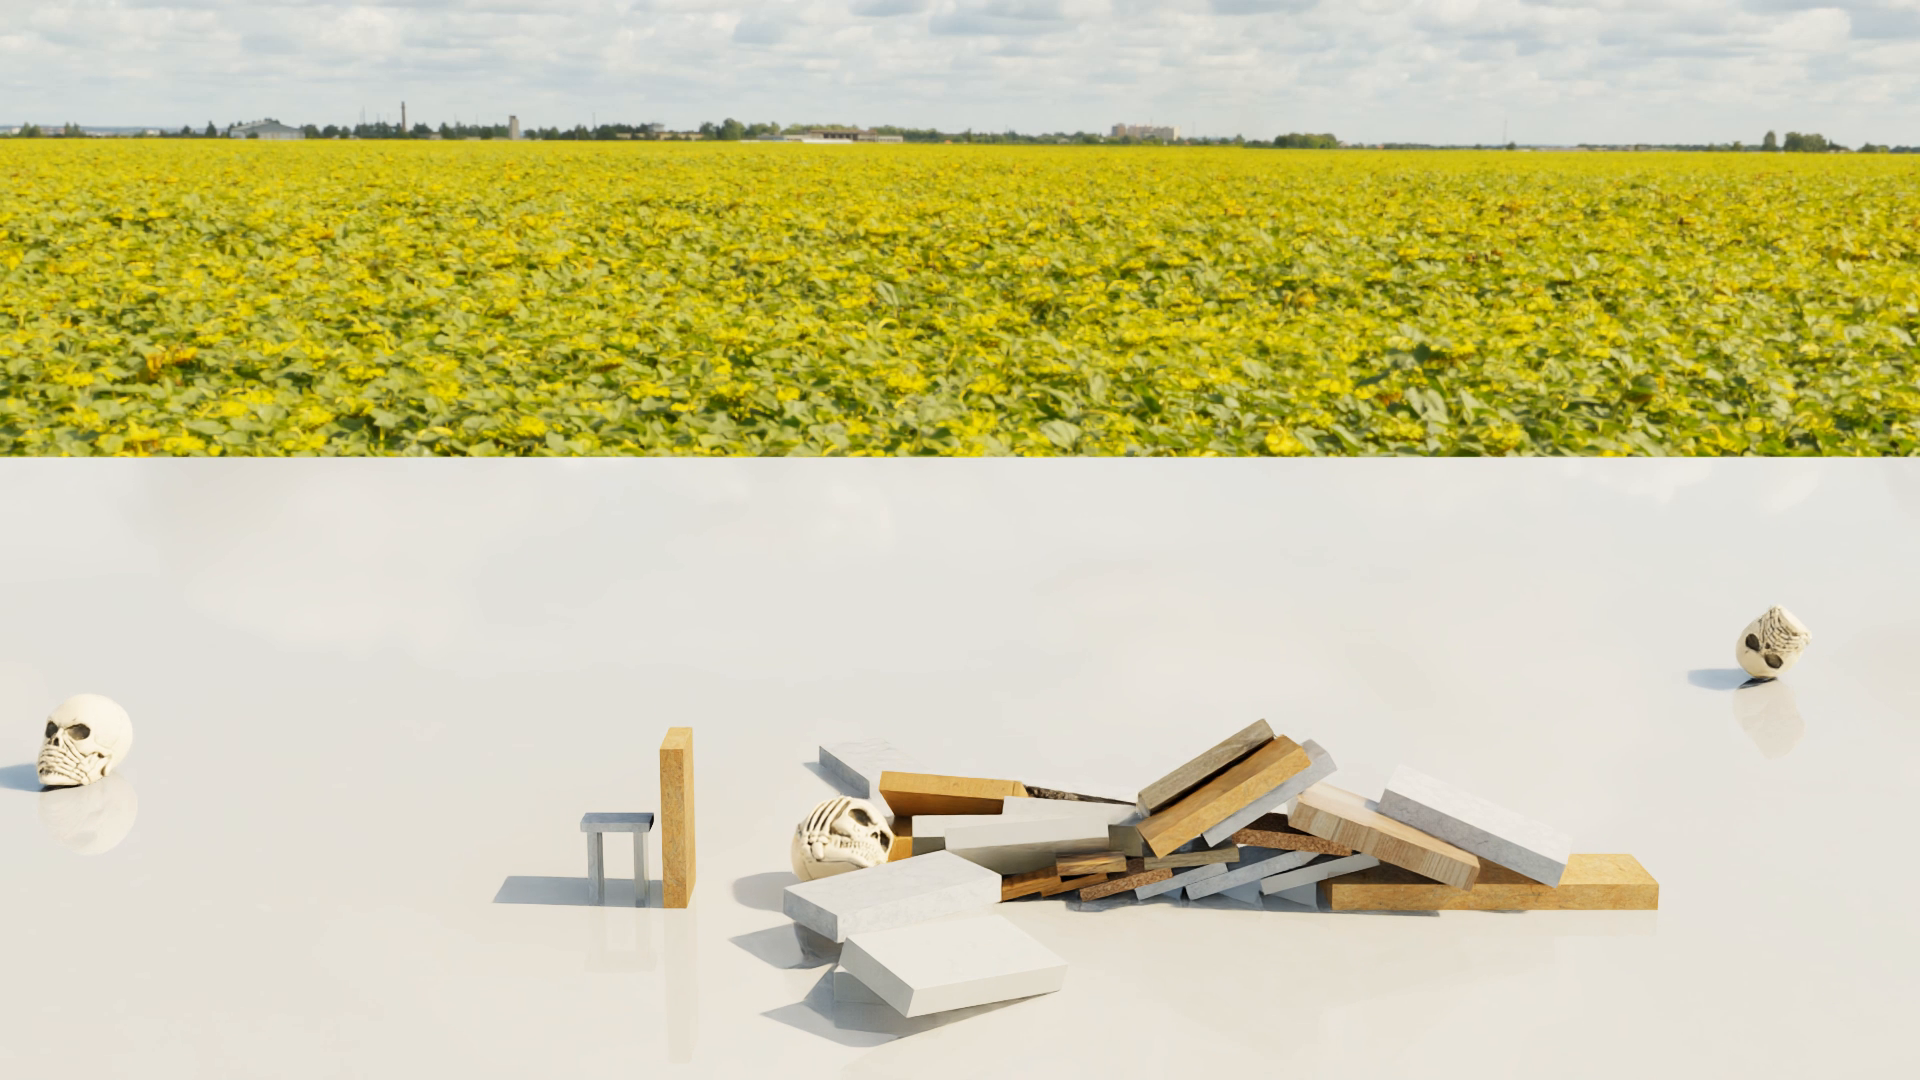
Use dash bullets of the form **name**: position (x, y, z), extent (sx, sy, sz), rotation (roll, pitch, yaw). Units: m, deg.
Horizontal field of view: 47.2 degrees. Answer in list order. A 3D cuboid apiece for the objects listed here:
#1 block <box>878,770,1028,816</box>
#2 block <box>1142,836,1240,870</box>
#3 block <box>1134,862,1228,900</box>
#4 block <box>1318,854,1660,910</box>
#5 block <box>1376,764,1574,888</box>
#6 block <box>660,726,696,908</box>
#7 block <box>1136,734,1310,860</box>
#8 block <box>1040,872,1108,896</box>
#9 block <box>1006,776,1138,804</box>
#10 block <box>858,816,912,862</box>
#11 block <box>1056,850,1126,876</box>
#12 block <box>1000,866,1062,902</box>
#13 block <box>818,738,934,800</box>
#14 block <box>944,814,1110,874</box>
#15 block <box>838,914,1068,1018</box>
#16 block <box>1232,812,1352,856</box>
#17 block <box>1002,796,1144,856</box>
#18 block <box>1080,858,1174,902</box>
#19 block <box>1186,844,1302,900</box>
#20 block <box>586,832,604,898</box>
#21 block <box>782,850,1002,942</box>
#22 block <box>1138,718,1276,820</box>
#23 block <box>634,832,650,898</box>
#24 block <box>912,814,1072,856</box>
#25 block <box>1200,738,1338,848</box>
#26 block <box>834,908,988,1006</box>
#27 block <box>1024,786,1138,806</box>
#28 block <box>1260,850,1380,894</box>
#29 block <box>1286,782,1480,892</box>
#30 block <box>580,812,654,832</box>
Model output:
- **block**: position (-0.006, 0.457, 3.884), extent (0.252, 0.036, 0.126), rotation (3, -27, 15)
- **block**: position (0.380, 0.516, 3.638), extent (0.155, 0.022, 0.077), rotation (-6, 10, 3)
- **block**: position (0.365, 0.554, 3.666), extent (0.155, 0.022, 0.077), rotation (-19, 10, 4)
- **block**: position (0.873, 0.569, 3.664), extent (0.532, 0.044, 0.155), rotation (0, 11, 0)
- **block**: position (0.860, 0.474, 3.666), extent (0.311, 0.044, 0.155), rotation (23, 17, 15)
- **block**: position (-0.466, 0.458, 3.640), extent (0.038, 0.270, 0.135), rotation (0, 11, 0)
- **block**: position (0.431, 0.420, 3.617), extent (0.292, 0.035, 0.122), rotation (-31, 7, -2)
- **block**: position (0.190, 0.563, 3.662), extent (0.113, 0.016, 0.057), rotation (-15, 10, 7)
- **block**: position (0.194, 0.484, 4.117), extent (0.252, 0.036, 0.126), rotation (4, 7, 19)
- **block**: position (-0.032, 0.522, 3.928), extent (0.270, 0.038, 0.135), rotation (-4, 11, -19)
- **block**: position (0.217, 0.536, 3.645), extent (0.113, 0.016, 0.057), rotation (-4, 10, 2)
- **block**: position (0.111, 0.571, 3.649), extent (0.113, 0.016, 0.057), rotation (-15, 10, 0)
- **block**: position (-0.166, 0.448, 4.327), extent (0.135, 0.038, 0.270), rotation (-5, 12, -24)
- **block**: position (0.116, 0.515, 3.686), extent (0.269, 0.038, 0.135), rotation (-5, -29, 3)
- **block**: position (-0.007, 0.616, 3.196), extent (0.311, 0.044, 0.155), rotation (2, 20, -44)
- **block**: position (0.550, 0.485, 3.654), extent (0.194, 0.028, 0.097), rotation (6, 13, 5)
- **block**: position (0.212, 0.498, 3.813), extent (0.269, 0.038, 0.135), rotation (4, -30, 6)
- **block**: position (0.274, 0.559, 3.660), extent (0.155, 0.022, 0.077), rotation (-16, 10, 3)
- **block**: position (0.468, 0.544, 3.671), extent (0.194, 0.028, 0.097), rotation (-19, 10, 5)
- **block**: position (-0.607, 0.533, 3.663), extent (0.016, 0.114, 0.057), rotation (0, 11, 0)
- **block**: position (-0.106, 0.560, 3.471), extent (0.310, 0.044, 0.155), rotation (-8, 13, -36)
- **block**: position (0.413, 0.390, 3.698), extent (0.245, 0.035, 0.122), rotation (-30, -19, -7)
- **block**: position (-0.531, 0.533, 3.663), extent (0.016, 0.114, 0.057), rotation (0, 11, 0)
- **block**: position (0.053, 0.514, 3.762), extent (0.269, 0.038, 0.135), rotation (0, -29, -2)
- **block**: position (0.499, 0.417, 3.641), extent (0.245, 0.035, 0.122), rotation (-31, 7, -1)
- **block**: position (-0.070, 0.628, 3.344), extent (0.155, 0.044, 0.310), rotation (3, 11, 14)
- **block**: position (0.225, 0.490, 3.937), extent (0.252, 0.036, 0.126), rotation (6, -21, 28)
- **block**: position (0.593, 0.536, 3.660), extent (0.194, 0.028, 0.097), rotation (-16, 10, 5)
- **block**: position (0.693, 0.479, 3.623), extent (0.310, 0.044, 0.155), rotation (20, 13, 2)
- **block**: position (-0.569, 0.469, 3.652), extent (0.114, 0.016, 0.057), rotation (0, 11, 0)
